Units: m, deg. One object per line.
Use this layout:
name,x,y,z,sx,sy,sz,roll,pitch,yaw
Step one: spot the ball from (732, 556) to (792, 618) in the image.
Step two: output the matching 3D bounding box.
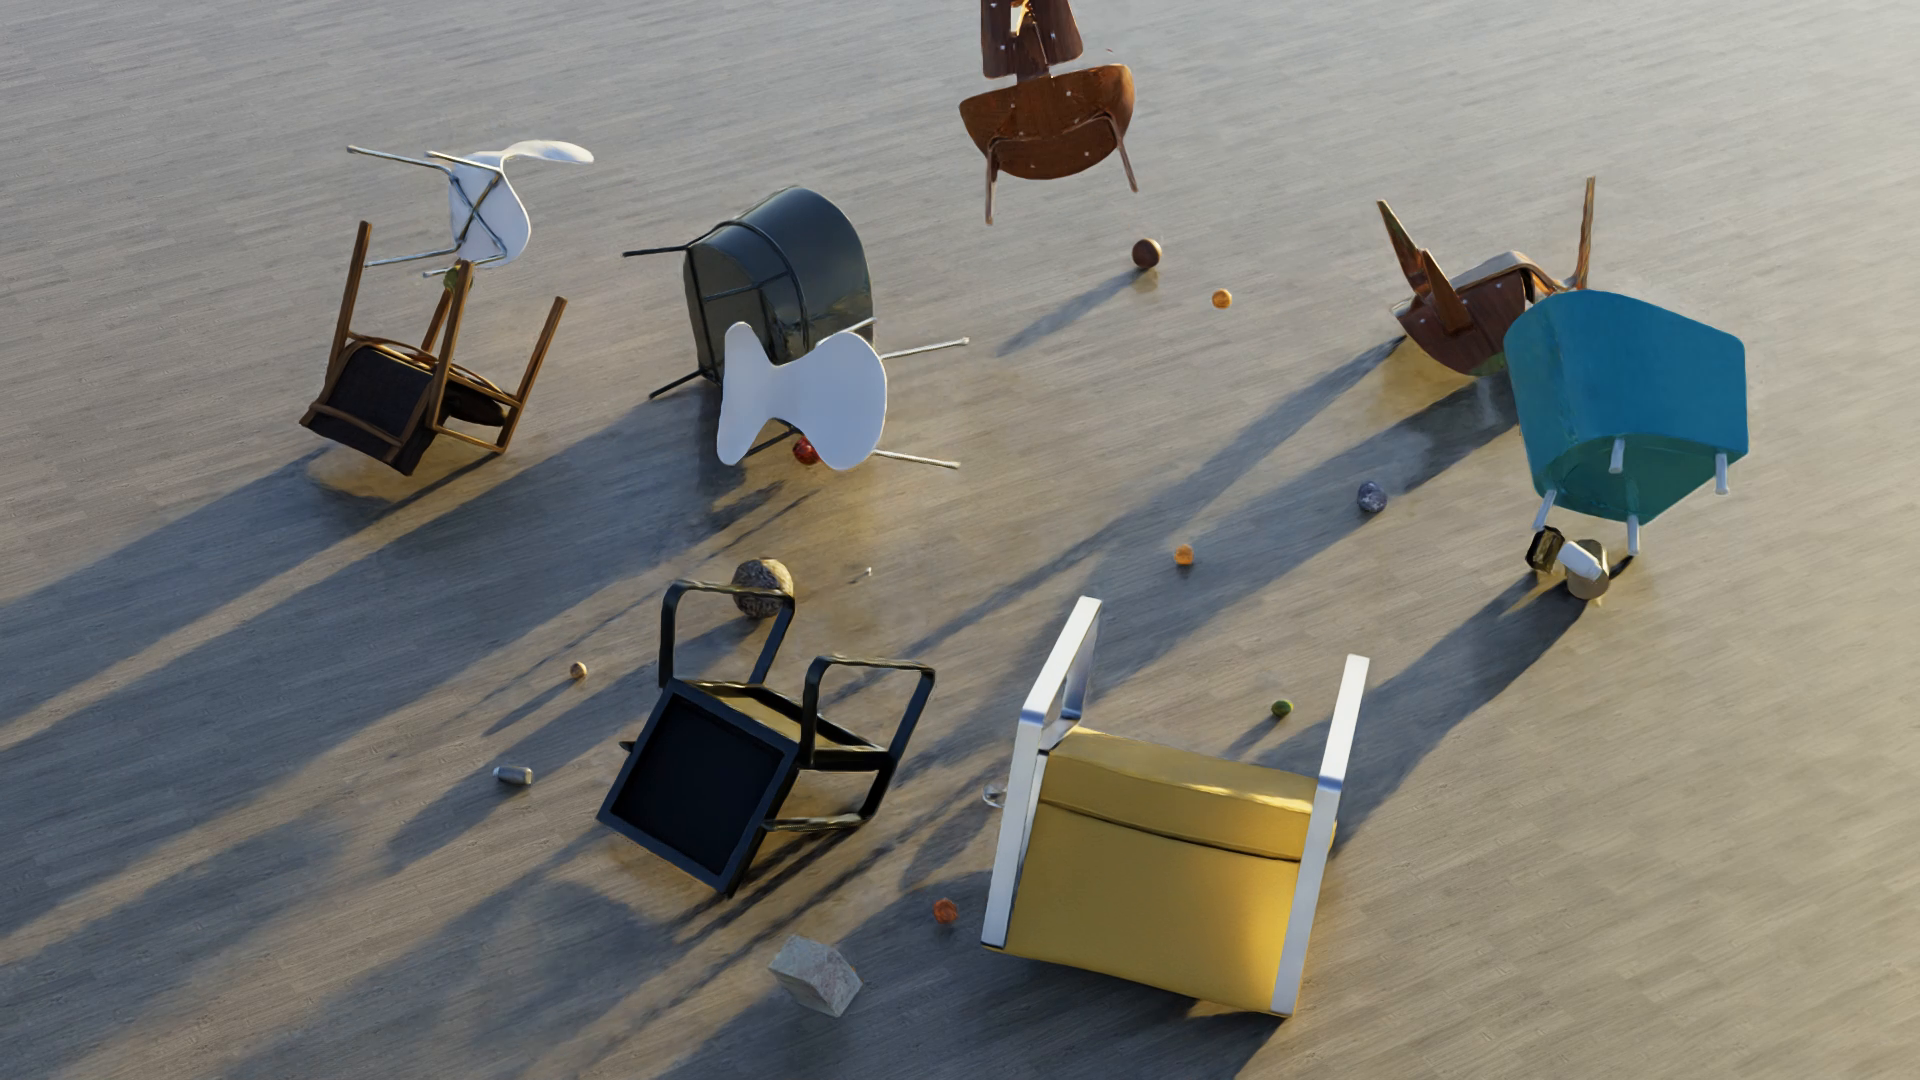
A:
ball,-0.708,0.170,10.486,0.220,0.220,0.220,0,33,0

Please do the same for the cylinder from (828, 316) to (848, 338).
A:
cylinder,-0.509,-0.888,12.212,0.072,0.089,0.080,2,21,3

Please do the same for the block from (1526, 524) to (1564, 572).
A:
block,2.143,0.032,10.741,0.069,0.089,0.144,17,77,38

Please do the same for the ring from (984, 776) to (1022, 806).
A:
ring,0.140,0.826,9.630,0.133,0.050,0.150,-22,25,-10

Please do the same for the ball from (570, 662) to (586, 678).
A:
ball,-1.329,0.454,10.203,0.057,0.057,0.057,0,33,0

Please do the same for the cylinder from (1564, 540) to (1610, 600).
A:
cylinder,2.277,0.106,10.648,0.153,0.147,0.170,-14,30,17

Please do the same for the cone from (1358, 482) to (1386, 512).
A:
cone,1.542,-0.165,11.147,0.102,0.133,0.109,-56,18,-9

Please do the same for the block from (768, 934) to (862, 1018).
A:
block,-0.429,1.292,8.699,0.191,0.174,0.130,10,53,45

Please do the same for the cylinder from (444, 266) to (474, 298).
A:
cylinder,-1.944,-0.999,11.357,0.065,0.105,0.094,42,40,24
